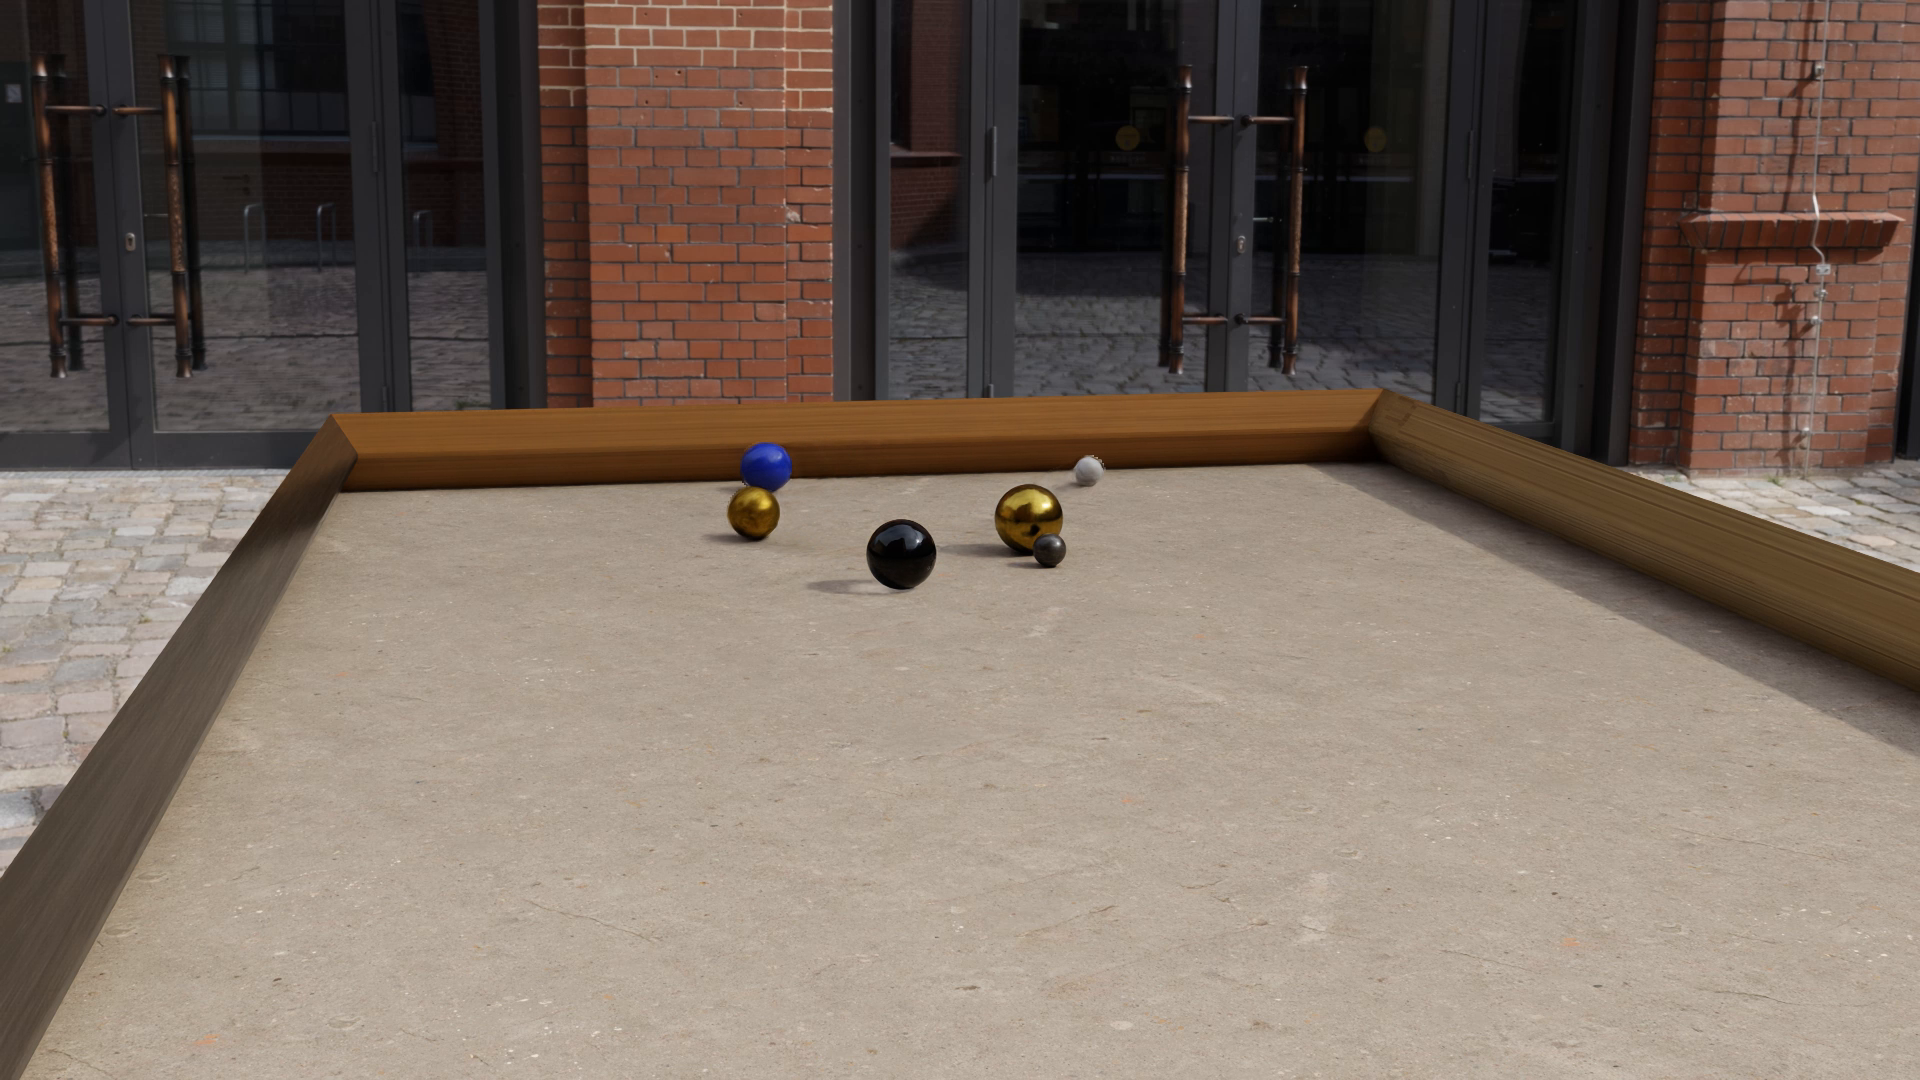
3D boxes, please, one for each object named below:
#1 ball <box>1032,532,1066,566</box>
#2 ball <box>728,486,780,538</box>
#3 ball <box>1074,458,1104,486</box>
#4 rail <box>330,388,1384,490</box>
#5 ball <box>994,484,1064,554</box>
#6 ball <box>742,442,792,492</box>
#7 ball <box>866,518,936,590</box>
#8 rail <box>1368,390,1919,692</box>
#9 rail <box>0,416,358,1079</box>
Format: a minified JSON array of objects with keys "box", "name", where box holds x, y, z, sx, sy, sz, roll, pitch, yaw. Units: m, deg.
[{"box":[0.124,0.013,3.045,0.047,0.047,0.047,0,11,0],"name":"ball"},{"box":[-0.303,-0.040,3.236,0.077,0.077,0.077,0,11,0],"name":"ball"},{"box":[0.216,-0.115,3.685,0.048,0.048,0.048,0,11,0],"name":"ball"},{"box":[-0.134,-0.171,3.760,1.823,0.128,0.045,-2,11,-10],"name":"rail"},{"box":[0.098,-0.031,3.134,0.098,0.098,0.098,0,11,0],"name":"ball"},{"box":[-0.318,-0.120,3.620,0.084,0.084,0.084,0,11,0],"name":"ball"},{"box":[-0.077,0.019,2.898,0.093,0.093,0.093,0,11,0],"name":"ball"},{"box":[1.012,0.090,2.445,0.045,0.128,3.096,-2,11,-10],"name":"rail"},{"box":[-0.735,0.152,2.133,0.045,0.128,3.096,-2,11,-10],"name":"rail"}]
